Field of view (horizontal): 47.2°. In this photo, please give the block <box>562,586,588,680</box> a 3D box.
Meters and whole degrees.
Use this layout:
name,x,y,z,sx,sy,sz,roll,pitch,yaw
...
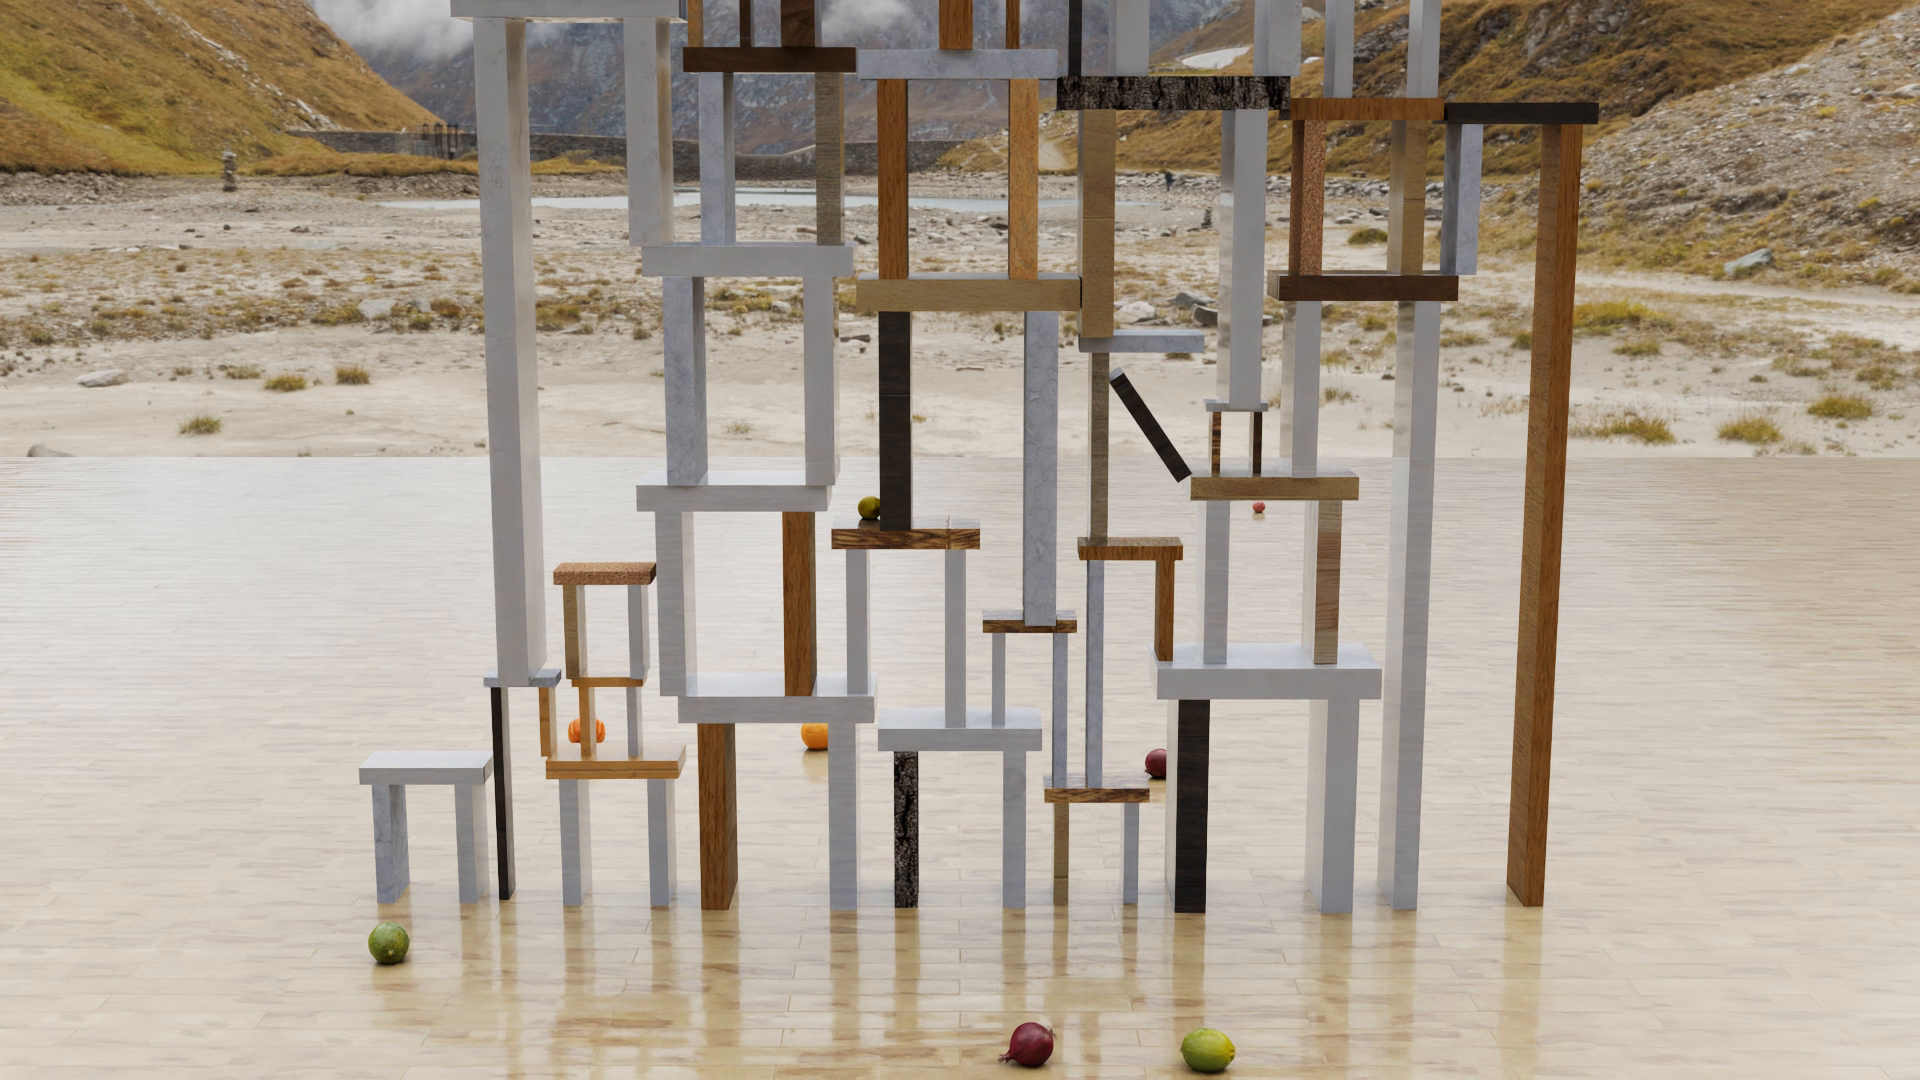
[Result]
name,x,y,z,sx,sy,sz,roll,pitch,yaw
block,-0.627,0.142,3.583,0.022,0.156,0.078,0,11,0

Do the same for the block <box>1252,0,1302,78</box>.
name,x,y,z,sx,sy,sz,roll,pitch,yaw
block,0.494,-0.891,3.397,0.049,0.346,0.173,1,10,0

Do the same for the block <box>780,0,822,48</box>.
name,x,y,z,sx,sy,sz,roll,pitch,yaw
block,-0.245,-0.941,3.384,0.051,0.360,0.180,0,11,0

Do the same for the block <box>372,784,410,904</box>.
name,x,y,z,sx,sy,sz,roll,pitch,yaw
block,-0.946,0.490,3.655,0.029,0.203,0.101,0,11,0

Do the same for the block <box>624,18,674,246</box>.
name,x,y,z,sx,sy,sz,roll,pitch,yaw
block,-0.485,-0.637,3.440,0.049,0.344,0.172,0,11,0

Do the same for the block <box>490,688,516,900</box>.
name,x,y,z,sx,sy,sz,roll,pitch,yaw
block,-0.755,0.412,3.634,0.017,0.363,0.058,0,11,0

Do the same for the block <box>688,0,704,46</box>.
name,x,y,z,sx,sy,sz,roll,pitch,yaw
block,-0.410,-0.822,3.405,0.017,0.120,0.060,0,11,0

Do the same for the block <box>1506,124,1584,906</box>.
name,x,y,z,sx,sy,sz,roll,pitch,yaw
block,0.941,-0.029,3.550,0.033,1.261,0.115,0,11,0

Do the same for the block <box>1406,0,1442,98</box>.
name,x,y,z,sx,sy,sz,roll,pitch,yaw
block,0.721,-0.787,3.415,0.028,0.198,0.099,0,11,0

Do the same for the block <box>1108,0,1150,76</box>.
name,x,y,z,sx,sy,sz,roll,pitch,yaw
block,0.262,-0.891,3.396,0.049,0.346,0.173,0,10,0

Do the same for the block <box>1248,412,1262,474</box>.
name,x,y,z,sx,sy,sz,roll,pitch,yaw
block,0.474,-0.160,3.530,0.014,0.099,0.049,0,11,0

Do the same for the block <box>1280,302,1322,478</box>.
name,x,y,z,sx,sy,sz,roll,pitch,yaw
block,0.542,-0.247,3.510,0.039,0.278,0.139,0,10,0

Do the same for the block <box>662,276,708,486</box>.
name,x,y,z,sx,sy,sz,roll,pitch,yaw
block,-0.437,-0.261,3.507,0.046,0.327,0.163,0,11,0

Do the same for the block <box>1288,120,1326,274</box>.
name,x,y,z,sx,sy,sz,roll,pitch,yaw
block,0.547,-0.541,3.464,0.034,0.237,0.118,0,11,-1

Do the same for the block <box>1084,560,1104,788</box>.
name,x,y,z,sx,sy,sz,roll,pitch,yaw
block,0.220,0.211,3.597,0.023,0.378,0.083,0,11,0

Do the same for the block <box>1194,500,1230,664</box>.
name,x,y,z,sx,sy,sz,roll,pitch,yaw
block,0.409,0.057,3.572,0.038,0.266,0.133,0,11,0

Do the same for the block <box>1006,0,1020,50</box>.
name,x,y,z,sx,sy,sz,roll,pitch,yaw
block,0.082,-0.828,3.405,0.020,0.140,0.070,0,11,0

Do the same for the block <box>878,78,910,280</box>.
name,x,y,z,sx,sy,sz,roll,pitch,yaw
block,-0.104,-0.567,3.450,0.043,0.304,0.152,0,11,0

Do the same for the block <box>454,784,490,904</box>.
name,x,y,z,sx,sy,sz,roll,pitch,yaw
block,-0.811,0.490,3.655,0.029,0.203,0.101,0,11,0

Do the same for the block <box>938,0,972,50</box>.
name,x,y,z,sx,sy,sz,roll,pitch,yaw
block,-0.006,-0.938,3.383,0.051,0.364,0.180,0,11,0

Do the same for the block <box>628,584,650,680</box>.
name,x,y,z,sx,sy,sz,roll,pitch,yaw
block,-0.523,0.142,3.583,0.022,0.156,0.078,0,11,0

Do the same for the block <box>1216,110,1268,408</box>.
name,x,y,z,sx,sy,sz,roll,pitch,yaw
block,0.444,-0.446,3.471,0.049,0.457,0.174,0,10,0

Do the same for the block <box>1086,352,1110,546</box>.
name,x,y,z,sx,sy,sz,roll,pitch,yaw
block,0.222,-0.151,3.535,0.028,0.310,0.098,0,11,0

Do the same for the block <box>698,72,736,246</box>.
name,x,y,z,sx,sy,sz,roll,pitch,yaw
block,-0.380,-0.598,3.450,0.037,0.264,0.132,1,11,1

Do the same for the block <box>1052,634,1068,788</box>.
name,x,y,z,sx,sy,sz,roll,pitch,yaw
block,0.164,0.270,3.606,0.022,0.259,0.076,0,11,0

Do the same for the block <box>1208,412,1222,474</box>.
name,x,y,z,sx,sy,sz,roll,pitch,yaw
block,0.409,-0.160,3.531,0.014,0.099,0.049,0,11,0

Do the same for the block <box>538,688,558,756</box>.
name,x,y,z,sx,sy,sz,roll,pitch,yaw
block,-0.677,0.291,3.612,0.017,0.117,0.059,0,11,0

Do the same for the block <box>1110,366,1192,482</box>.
name,x,y,z,sx,sy,sz,roll,pitch,yaw
block,0.302,-0.186,3.529,0.028,0.195,0.098,-34,9,6

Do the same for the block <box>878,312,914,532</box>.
name,x,y,z,sx,sy,sz,roll,pitch,yaw
block,-0.102,-0.200,3.525,0.049,0.347,0.173,0,10,0

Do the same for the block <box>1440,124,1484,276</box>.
name,x,y,z,sx,sy,sz,roll,pitch,yaw
block,0.787,-0.536,3.456,0.033,0.230,0.115,0,11,0

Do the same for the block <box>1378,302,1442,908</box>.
name,x,y,z,sx,sy,sz,roll,pitch,yaw
block,0.728,0.103,3.575,0.039,0.991,0.139,0,11,0

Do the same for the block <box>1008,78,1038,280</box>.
name,x,y,z,sx,sy,sz,roll,pitch,yaw
block,0.099,-0.567,3.449,0.043,0.304,0.152,0,11,0

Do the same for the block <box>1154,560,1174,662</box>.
name,x,y,z,sx,sy,sz,roll,pitch,yaw
block,0.332,0.107,3.578,0.023,0.166,0.083,0,11,0

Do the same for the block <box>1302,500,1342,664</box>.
name,x,y,z,sx,sy,sz,roll,pitch,yaw
block,0.587,0.057,3.572,0.038,0.266,0.133,0,11,0

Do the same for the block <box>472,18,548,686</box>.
name,x,y,z,sx,sy,sz,roll,pitch,yaw
block,-0.713,-0.294,3.501,0.049,1.040,0.172,0,11,-1

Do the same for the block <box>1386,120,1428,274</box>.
name,x,y,z,sx,sy,sz,roll,pitch,yaw
block,0.704,-0.541,3.464,0.034,0.237,0.118,0,11,0

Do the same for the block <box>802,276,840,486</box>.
name,x,y,z,sx,sy,sz,roll,pitch,yaw
block,-0.220,-0.261,3.507,0.046,0.327,0.163,0,11,0

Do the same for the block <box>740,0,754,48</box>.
name,x,y,z,sx,sy,sz,roll,pitch,yaw
block,-0.330,-0.822,3.405,0.017,0.120,0.060,0,11,0

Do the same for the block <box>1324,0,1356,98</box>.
name,x,y,z,sx,sy,sz,roll,pitch,yaw
block,0.589,-0.786,3.414,0.028,0.198,0.099,0,11,0

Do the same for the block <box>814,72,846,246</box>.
name,x,y,z,sx,sy,sz,roll,pitch,yaw
block,-0.203,-0.598,3.450,0.037,0.264,0.132,0,11,0

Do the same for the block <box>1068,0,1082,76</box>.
name,x,y,z,sx,sy,sz,roll,pitch,yaw
block,0.178,-0.808,3.405,0.020,0.180,0.070,0,10,1

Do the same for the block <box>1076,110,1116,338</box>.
name,x,y,z,sx,sy,sz,roll,pitch,yaw
block,0.213,-0.500,3.461,0.049,0.347,0.174,0,11,0

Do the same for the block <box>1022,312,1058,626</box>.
name,x,y,z,sx,sy,sz,roll,pitch,yaw
block,0.128,-0.125,3.539,0.049,0.500,0.173,0,11,0
